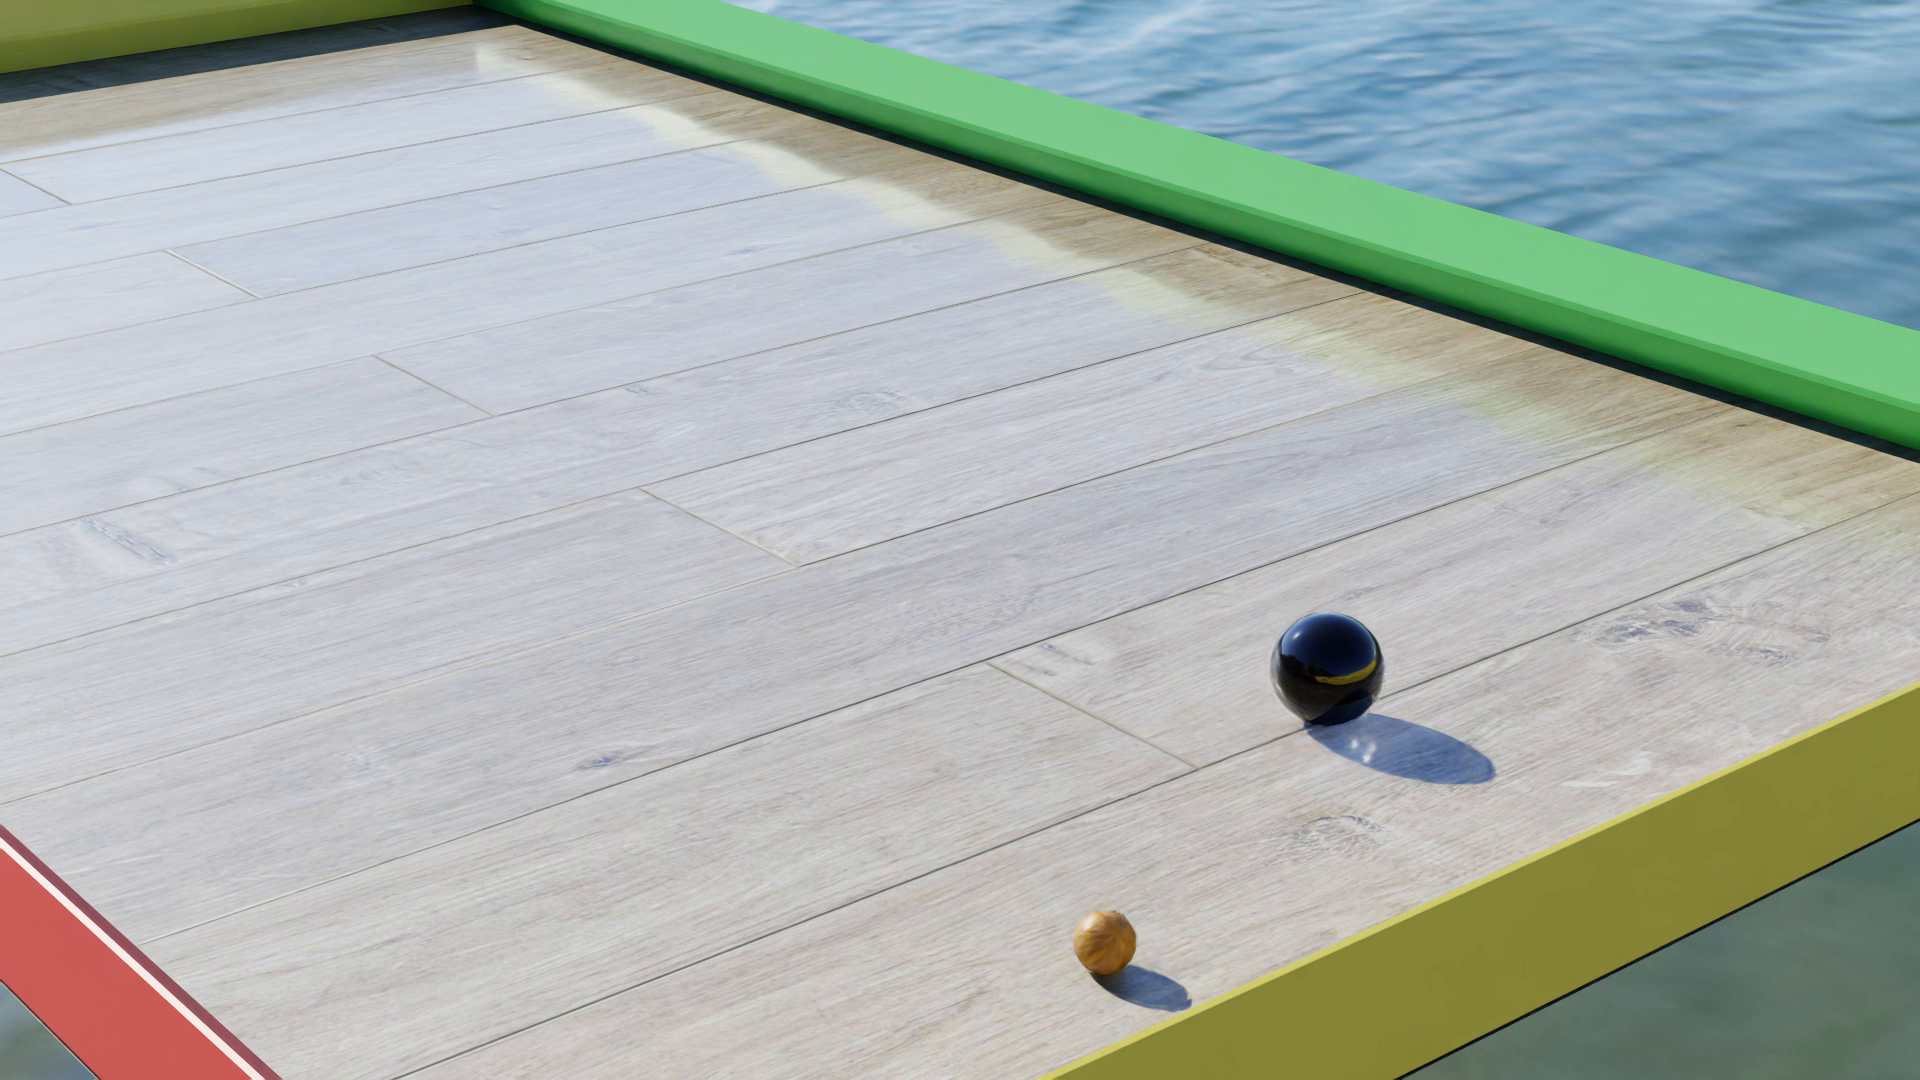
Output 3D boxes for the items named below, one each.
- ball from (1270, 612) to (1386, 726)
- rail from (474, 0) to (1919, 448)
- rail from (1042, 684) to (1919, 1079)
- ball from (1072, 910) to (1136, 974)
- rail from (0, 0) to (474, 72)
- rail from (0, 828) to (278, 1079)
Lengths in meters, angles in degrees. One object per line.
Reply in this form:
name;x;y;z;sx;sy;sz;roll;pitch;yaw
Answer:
ball;0.278;0.097;2.224;0.087;0.087;0.087;0;22;0
rail;0.189;-0.457;3.565;0.045;0.113;3.131;-17;27;-36
rail;0.479;0.196;1.940;1.806;0.113;0.045;-17;27;-36
ball;0.093;0.258;1.886;0.041;0.041;0.041;0;22;0
rail;-1.467;-0.696;4.160;1.806;0.113;0.045;-17;27;-36
rail;-1.176;-0.043;2.535;0.045;0.113;3.131;-17;27;-36
